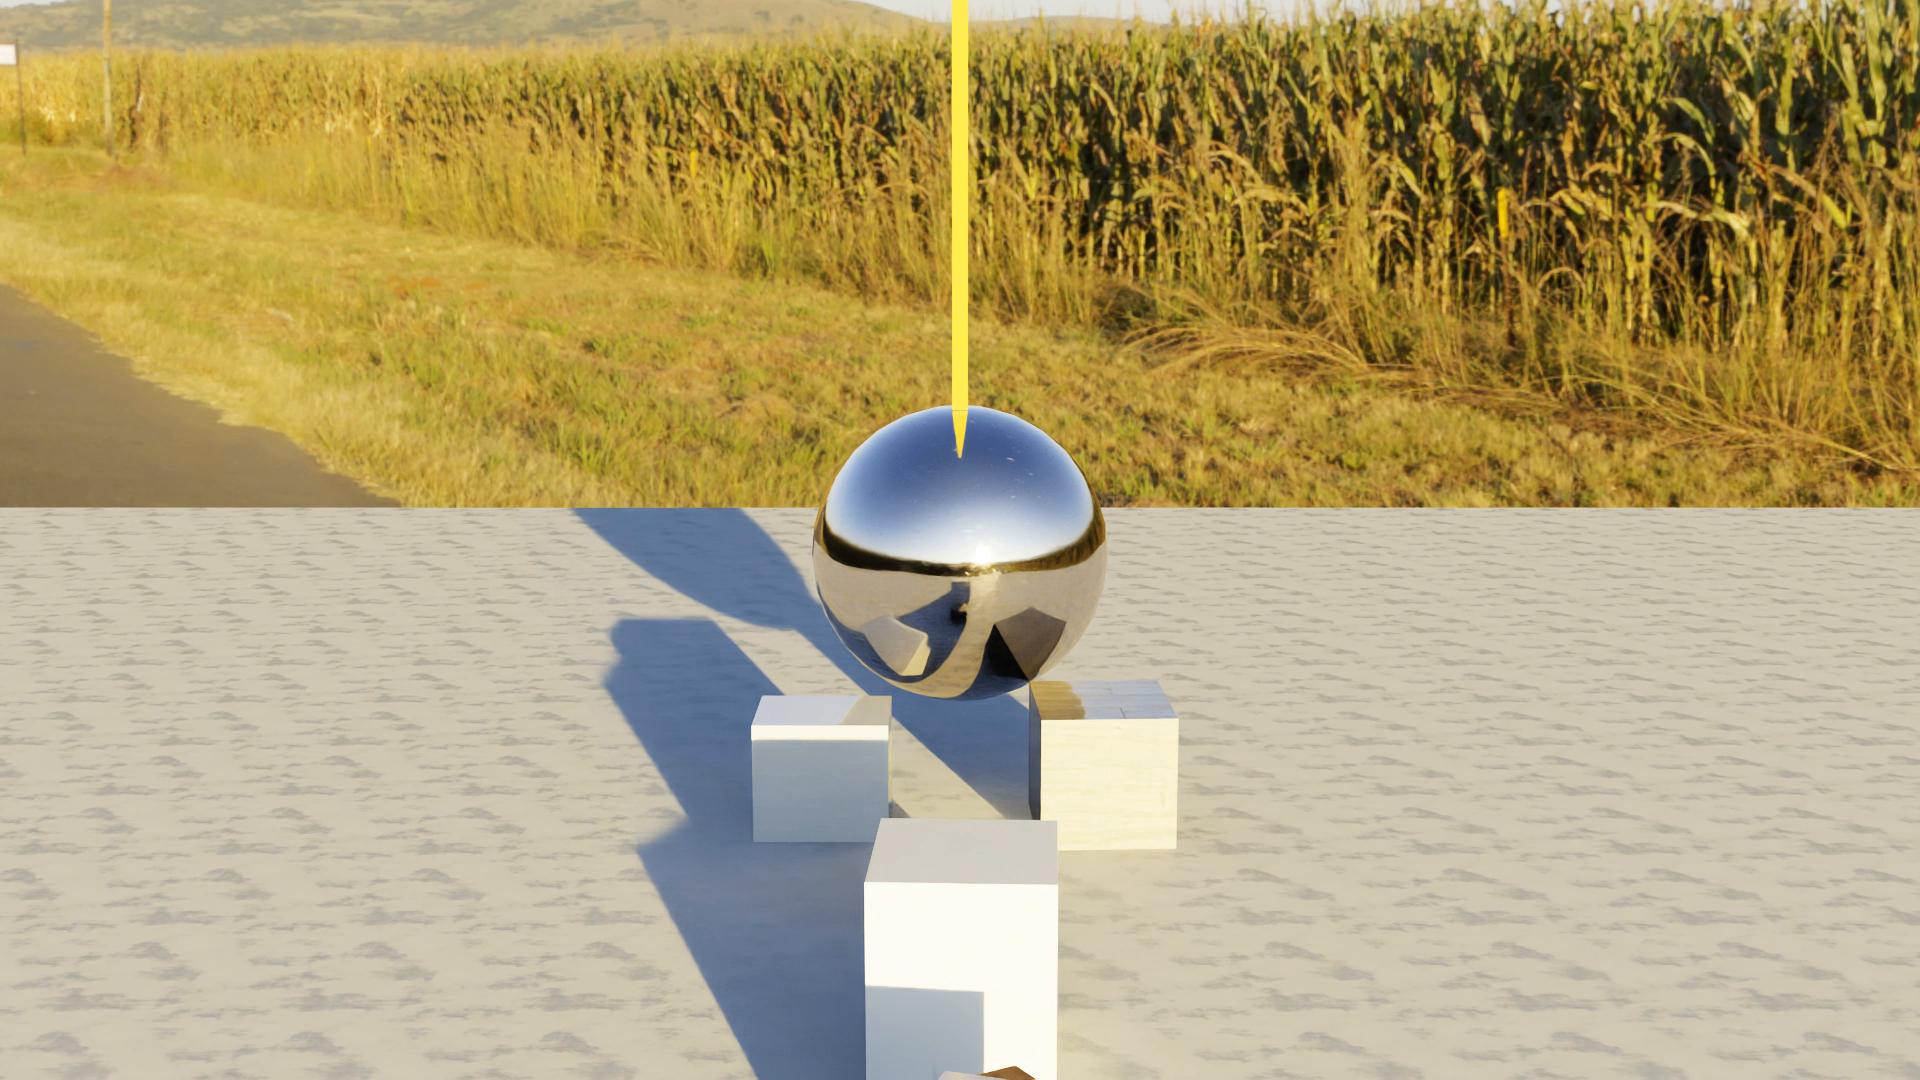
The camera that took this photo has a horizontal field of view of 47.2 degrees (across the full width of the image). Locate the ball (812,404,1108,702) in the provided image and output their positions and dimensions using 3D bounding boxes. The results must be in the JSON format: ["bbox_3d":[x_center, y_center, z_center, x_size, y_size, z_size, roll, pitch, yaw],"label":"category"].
[{"bbox_3d":[0.000,0.068,11.883,1.600,1.600,1.600,0,10,0],"label":"ball"}]

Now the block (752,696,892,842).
[{"bbox_3d":[-0.704,1.177,11.391,0.685,0.608,0.604,0,10,0],"label":"block"}]

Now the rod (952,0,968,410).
[{"bbox_3d":[0.000,-3.186,10.900,0.080,5.200,0.080,0,17,0],"label":"rod"}]

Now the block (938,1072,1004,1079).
[{"bbox_3d":[0.134,2.040,6.734,0.563,0.577,0.533,3,11,18],"label":"block"}]

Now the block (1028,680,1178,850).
[{"bbox_3d":[0.726,1.150,11.362,0.681,0.673,0.803,0,10,-3],"label":"block"}]

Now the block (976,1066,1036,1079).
[{"bbox_3d":[0.127,2.031,7.314,0.363,0.386,0.363,-6,12,-30],"label":"block"}]

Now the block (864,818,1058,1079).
[{"bbox_3d":[0.020,1.593,8.485,0.707,0.829,0.778,0,10,2],"label":"block"}]
